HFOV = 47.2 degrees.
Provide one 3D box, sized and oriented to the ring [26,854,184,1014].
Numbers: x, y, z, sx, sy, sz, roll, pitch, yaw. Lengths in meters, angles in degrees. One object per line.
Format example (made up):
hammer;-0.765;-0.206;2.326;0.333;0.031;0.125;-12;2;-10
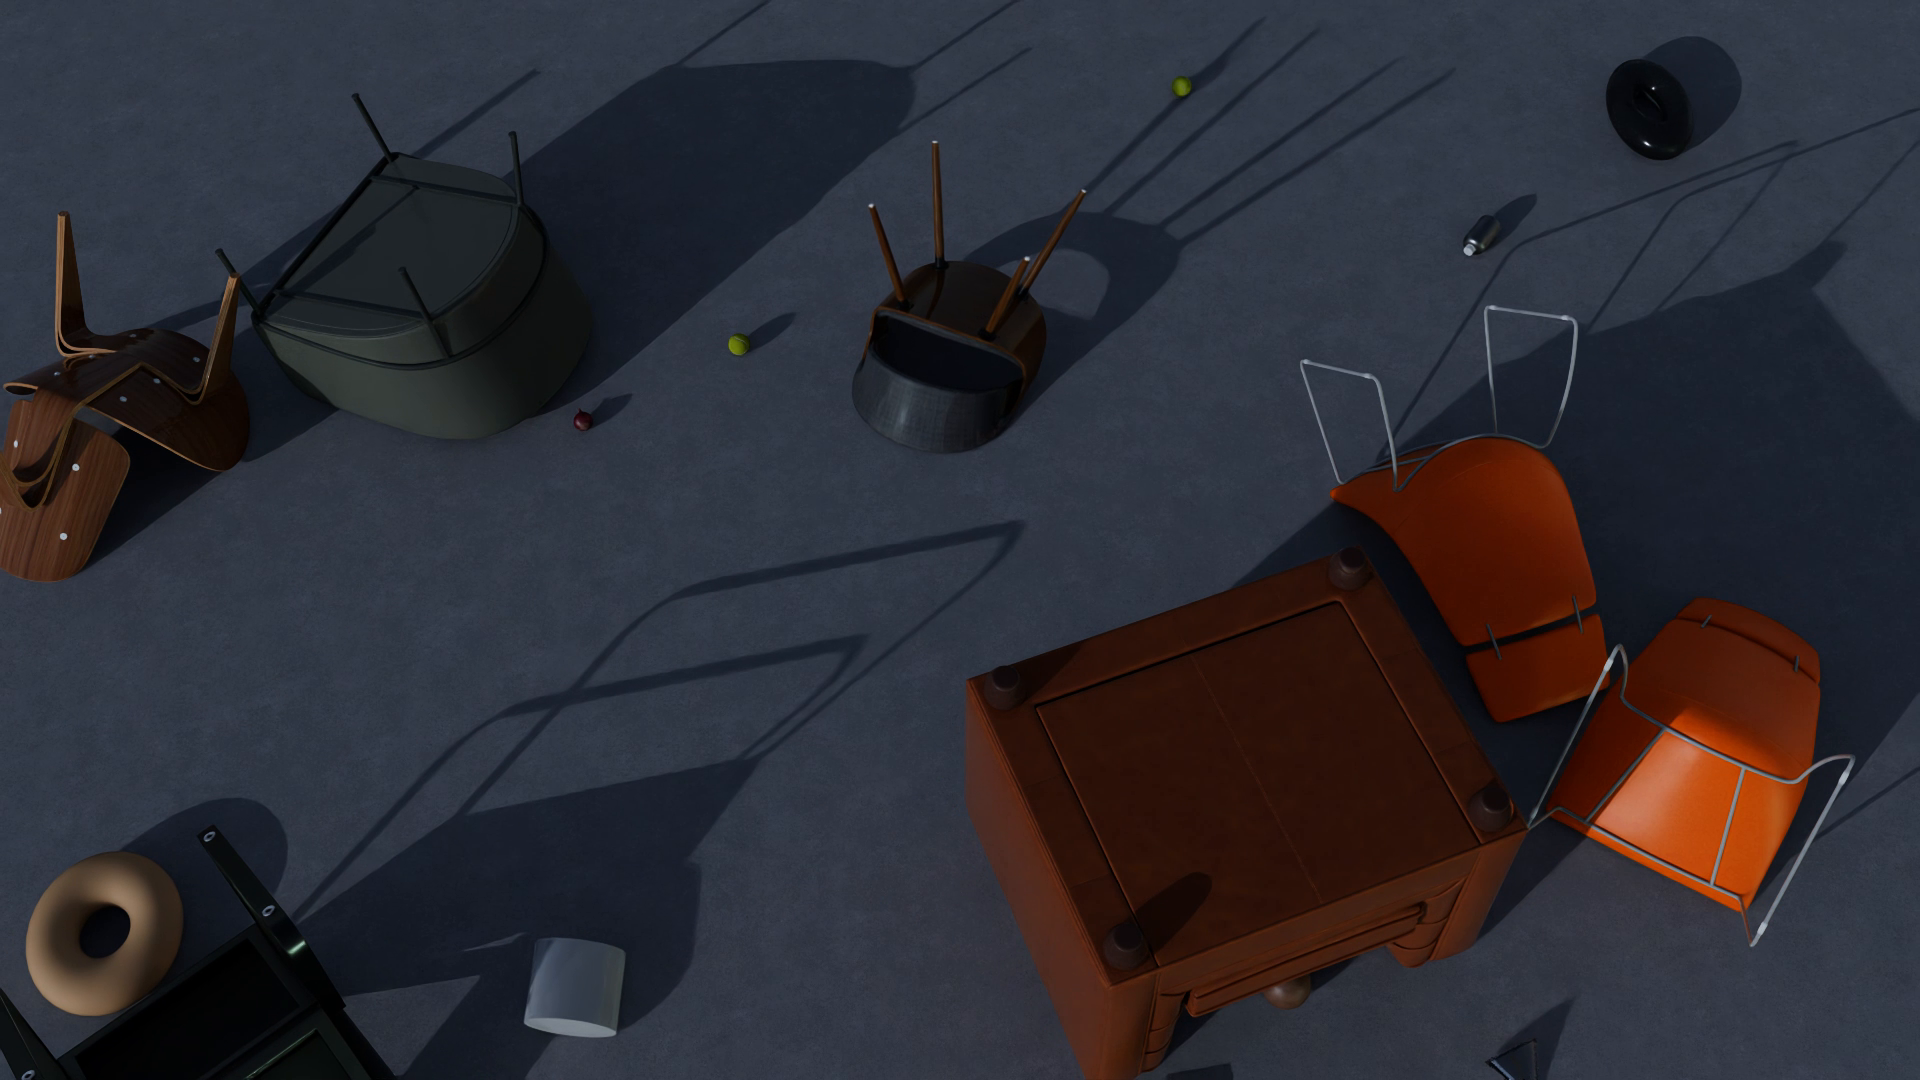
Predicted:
ring;-2.258;1.036;5.809;0.403;0.119;0.465;-6;56;-5

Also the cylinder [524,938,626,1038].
cylinder;-0.999;1.163;5.717;0.239;0.112;0.220;11;55;-13

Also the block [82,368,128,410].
block;-2.664;-0.469;6.849;0.075;0.066;0.095;22;59;14

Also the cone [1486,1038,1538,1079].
cone;1.445;1.374;5.631;0.156;0.071;0.147;-21;72;-15

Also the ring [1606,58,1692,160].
ring;2.348;-1.467;7.490;0.279;0.116;0.448;-3;55;-4
